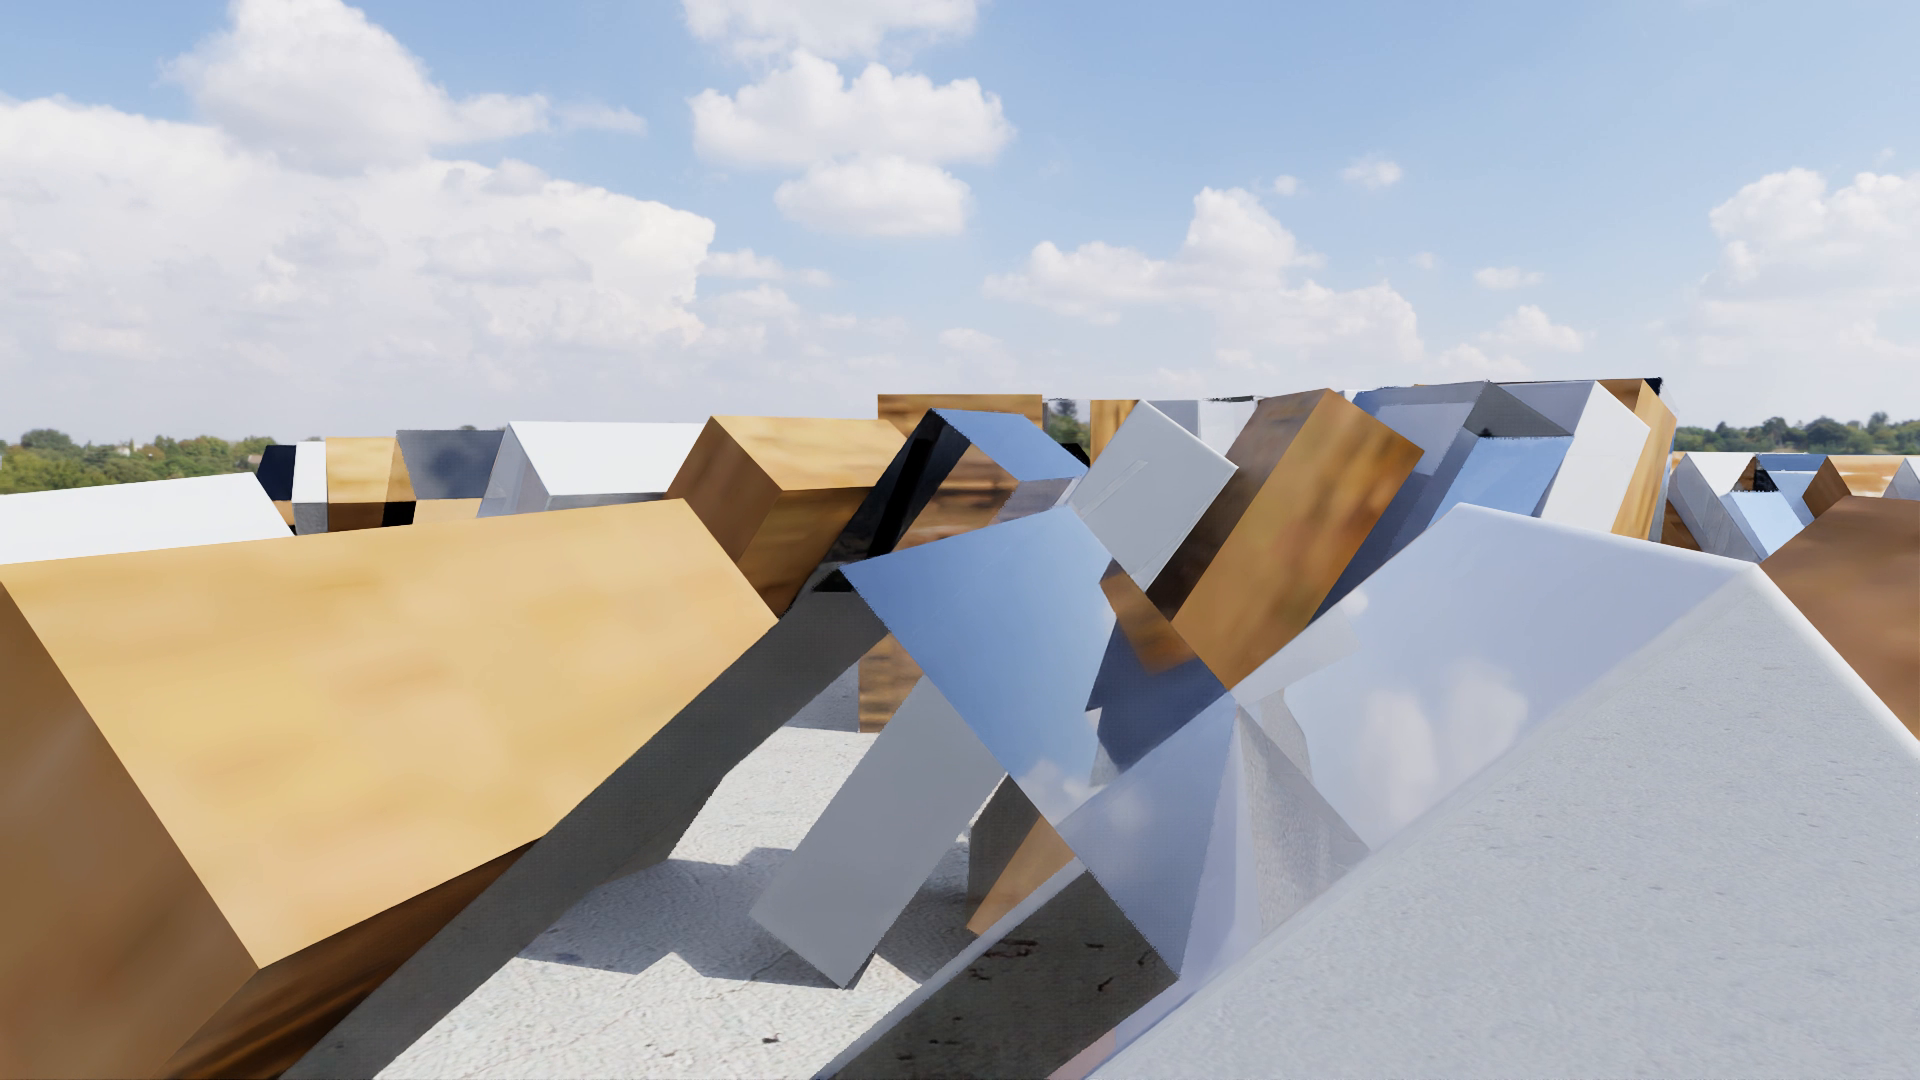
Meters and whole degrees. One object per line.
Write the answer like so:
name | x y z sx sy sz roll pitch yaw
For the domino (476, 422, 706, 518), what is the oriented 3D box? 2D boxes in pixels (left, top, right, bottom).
domino | -0.038 0.011 0.129 0.025 0.050 0.009 -4 46 -44

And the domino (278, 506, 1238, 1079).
domino | -0.014 0.019 0.041 0.050 0.009 0.025 -42 -7 14

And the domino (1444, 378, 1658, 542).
domino | 0.073 0.005 0.163 0.025 0.050 0.010 3 -13 30

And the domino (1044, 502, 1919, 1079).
domino | 0.001 0.019 0.040 0.050 0.010 0.025 -42 -3 10

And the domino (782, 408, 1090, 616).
domino | -0.009 0.011 0.119 0.009 0.050 0.025 40 16 13

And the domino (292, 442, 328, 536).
domino | -0.068 0.009 0.163 0.025 0.050 0.009 -2 48 -21

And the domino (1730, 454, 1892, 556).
domino | 0.152 0.006 0.212 0.025 0.010 0.050 0 47 -3

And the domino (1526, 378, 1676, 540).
domino | 0.058 0.007 0.140 0.009 0.050 0.025 29 -14 -37

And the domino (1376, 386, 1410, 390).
domino | 0.075 0.003 0.192 0.025 0.050 0.009 0 -8 -4

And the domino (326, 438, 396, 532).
domino | -0.060 0.010 0.150 0.025 0.050 0.010 -2 48 -27

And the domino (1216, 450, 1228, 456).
domino | 0.077 -0.001 0.304 0.050 0.010 0.025 49 26 21

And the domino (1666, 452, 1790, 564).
domino | 0.149 0.005 0.227 0.025 0.009 0.050 0 47 -7

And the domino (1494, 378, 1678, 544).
domino | 0.067 0.006 0.151 0.025 0.050 0.010 4 -16 41

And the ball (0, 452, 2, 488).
ball | -0.185 -0.011 0.181 0.080 0.080 0.080 0 4 0

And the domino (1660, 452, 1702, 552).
domino | 0.145 0.004 0.241 0.025 0.010 0.050 0 47 -13

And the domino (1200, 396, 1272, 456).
domino | 0.053 0.000 0.226 0.009 0.050 0.025 -2 3 33

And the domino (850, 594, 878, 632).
domino | -0.042 0.000 0.290 0.050 0.010 0.025 45 -17 -22

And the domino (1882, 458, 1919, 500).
domino | 0.155 0.009 0.181 0.025 0.009 0.050 1 46 8

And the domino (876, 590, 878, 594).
domino | -0.029 0.000 0.298 0.050 0.009 0.025 44 -11 -16

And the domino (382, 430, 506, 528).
domino | -0.050 0.010 0.139 0.025 0.050 0.009 -3 47 -35

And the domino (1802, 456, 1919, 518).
domino | 0.154 0.008 0.197 0.025 0.010 0.050 0 46 2

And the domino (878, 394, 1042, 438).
domino | 0.000 0.002 0.201 0.025 0.050 0.010 0 4 0

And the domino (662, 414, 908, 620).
domino | -0.024 0.011 0.122 0.009 0.050 0.025 45 24 21

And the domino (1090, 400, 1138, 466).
domino | 0.025 0.000 0.233 0.010 0.050 0.025 -1 4 -12

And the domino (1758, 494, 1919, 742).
domino | 0.017 0.019 0.039 0.050 0.010 0.025 -42 0 7

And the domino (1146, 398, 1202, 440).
domino | 0.040 0.000 0.232 0.010 0.050 0.025 1 4 18

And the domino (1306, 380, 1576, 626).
domino | 0.035 0.009 0.122 0.009 0.050 0.025 30 0 -9

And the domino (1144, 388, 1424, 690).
domino | 0.021 0.010 0.119 0.009 0.050 0.025 33 4 -1

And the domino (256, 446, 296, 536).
domino | -0.076 0.008 0.177 0.025 0.050 0.009 -1 49 -8

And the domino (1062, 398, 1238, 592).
domino | 0.006 0.011 0.118 0.009 0.050 0.025 36 9 5

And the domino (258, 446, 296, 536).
domino | -0.080 0.007 0.191 0.025 0.050 0.010 -1 49 2

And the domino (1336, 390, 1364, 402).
domino | 0.071 0.002 0.205 0.025 0.050 0.009 -1 -4 -15

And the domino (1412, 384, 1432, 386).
domino | 0.076 0.004 0.178 0.025 0.050 0.009 1 -11 8

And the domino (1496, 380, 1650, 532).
domino | 0.047 0.008 0.131 0.009 0.050 0.025 30 -9 -26

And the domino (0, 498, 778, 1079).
domino | -0.029 0.019 0.043 0.050 0.009 0.025 -42 -9 18

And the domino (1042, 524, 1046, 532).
domino | 0.016 -0.002 0.313 0.050 0.009 0.025 43 3 -3

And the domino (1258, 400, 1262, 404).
domino | 0.064 0.001 0.218 0.025 0.050 0.009 -3 -1 -38

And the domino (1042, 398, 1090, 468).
domino | 0.011 0.000 0.227 0.010 0.050 0.025 -4 6 -38

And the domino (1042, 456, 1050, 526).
domino | 0.032 -0.002 0.315 0.050 0.009 0.025 44 10 4

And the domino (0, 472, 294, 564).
domino | -0.044 0.018 0.044 0.050 0.009 0.025 -44 -12 25
